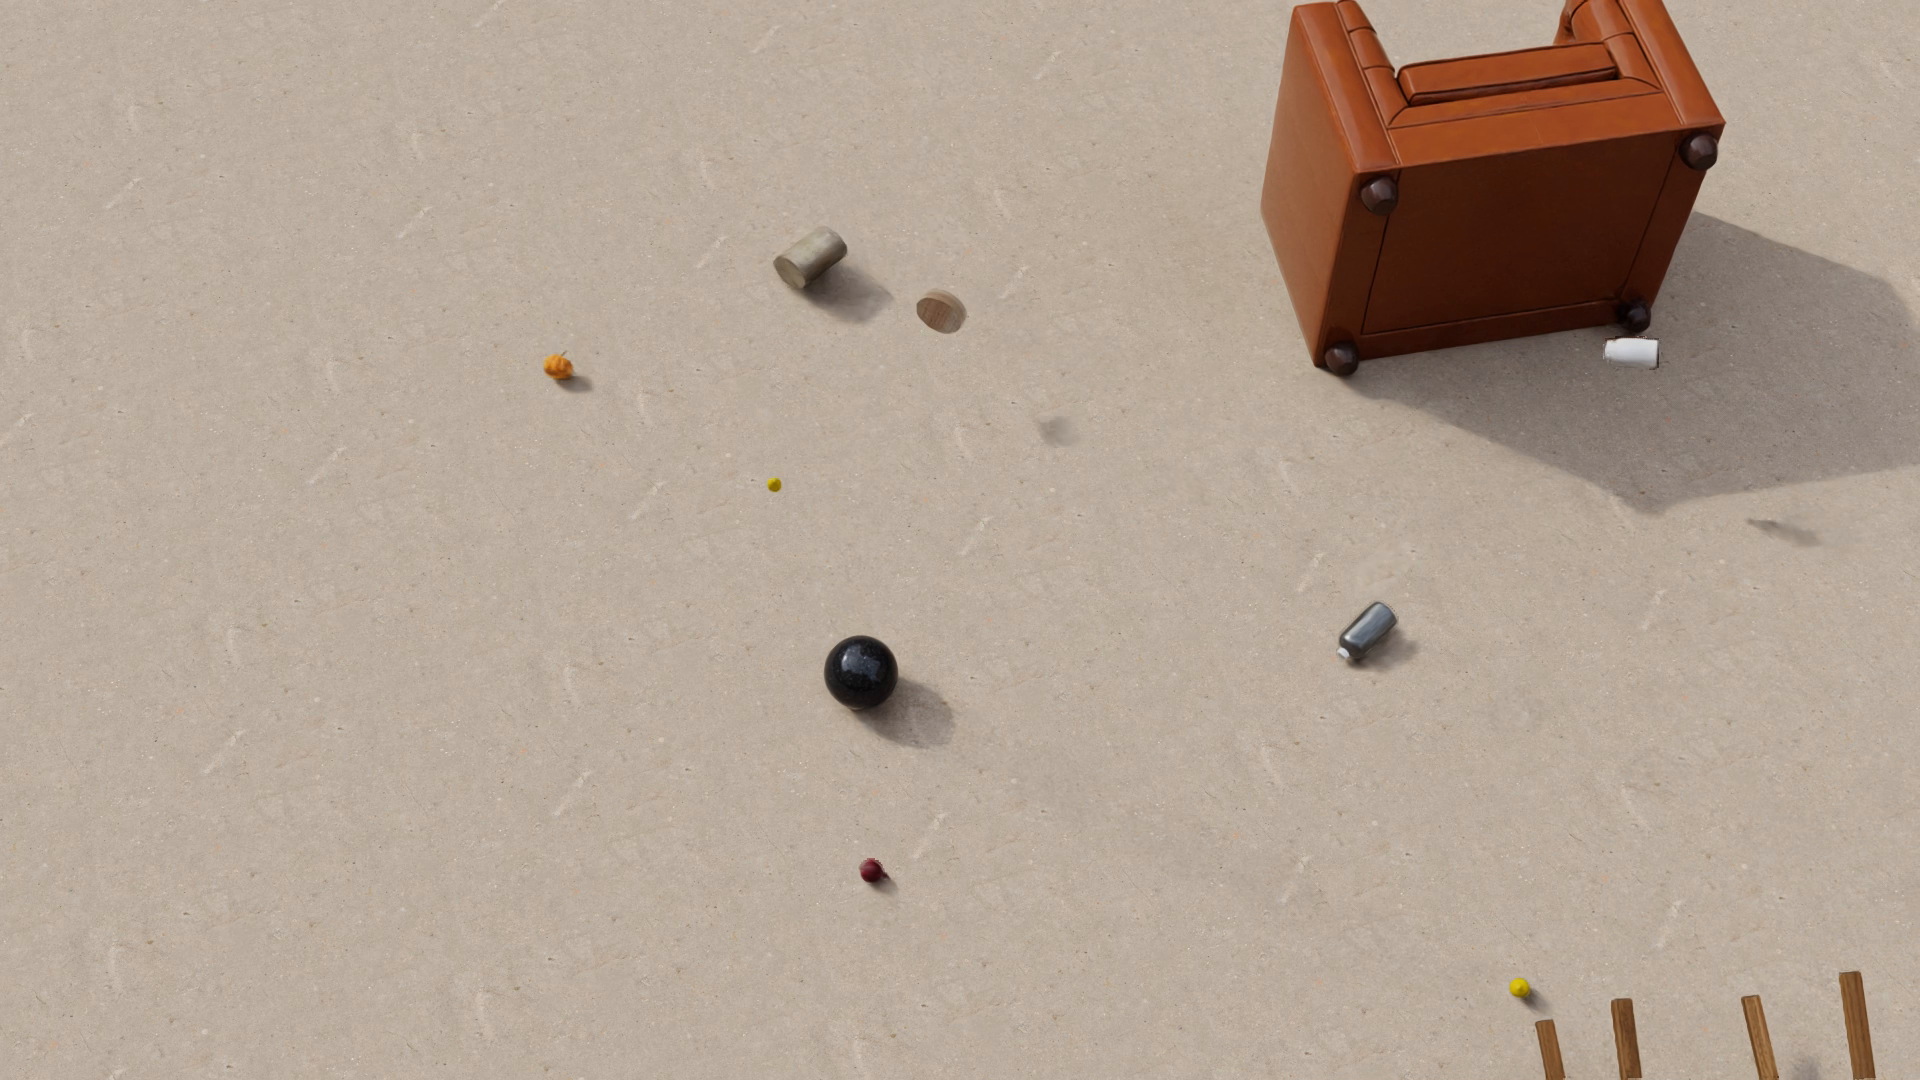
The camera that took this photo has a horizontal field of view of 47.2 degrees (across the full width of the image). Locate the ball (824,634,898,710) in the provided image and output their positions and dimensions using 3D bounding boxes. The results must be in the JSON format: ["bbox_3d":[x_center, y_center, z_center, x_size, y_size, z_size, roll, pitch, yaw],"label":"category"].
[{"bbox_3d":[-0.279,0.373,6.196,0.212,0.212,0.212,0,56,0],"label":"ball"}]

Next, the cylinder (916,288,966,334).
[{"bbox_3d":[-0.056,-0.690,6.630,0.147,0.092,0.094,31,26,-2],"label":"cylinder"}]

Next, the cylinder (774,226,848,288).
[{"bbox_3d":[-0.480,-0.907,7.055,0.180,0.122,0.186,-40,24,-20],"label":"cylinder"}]
